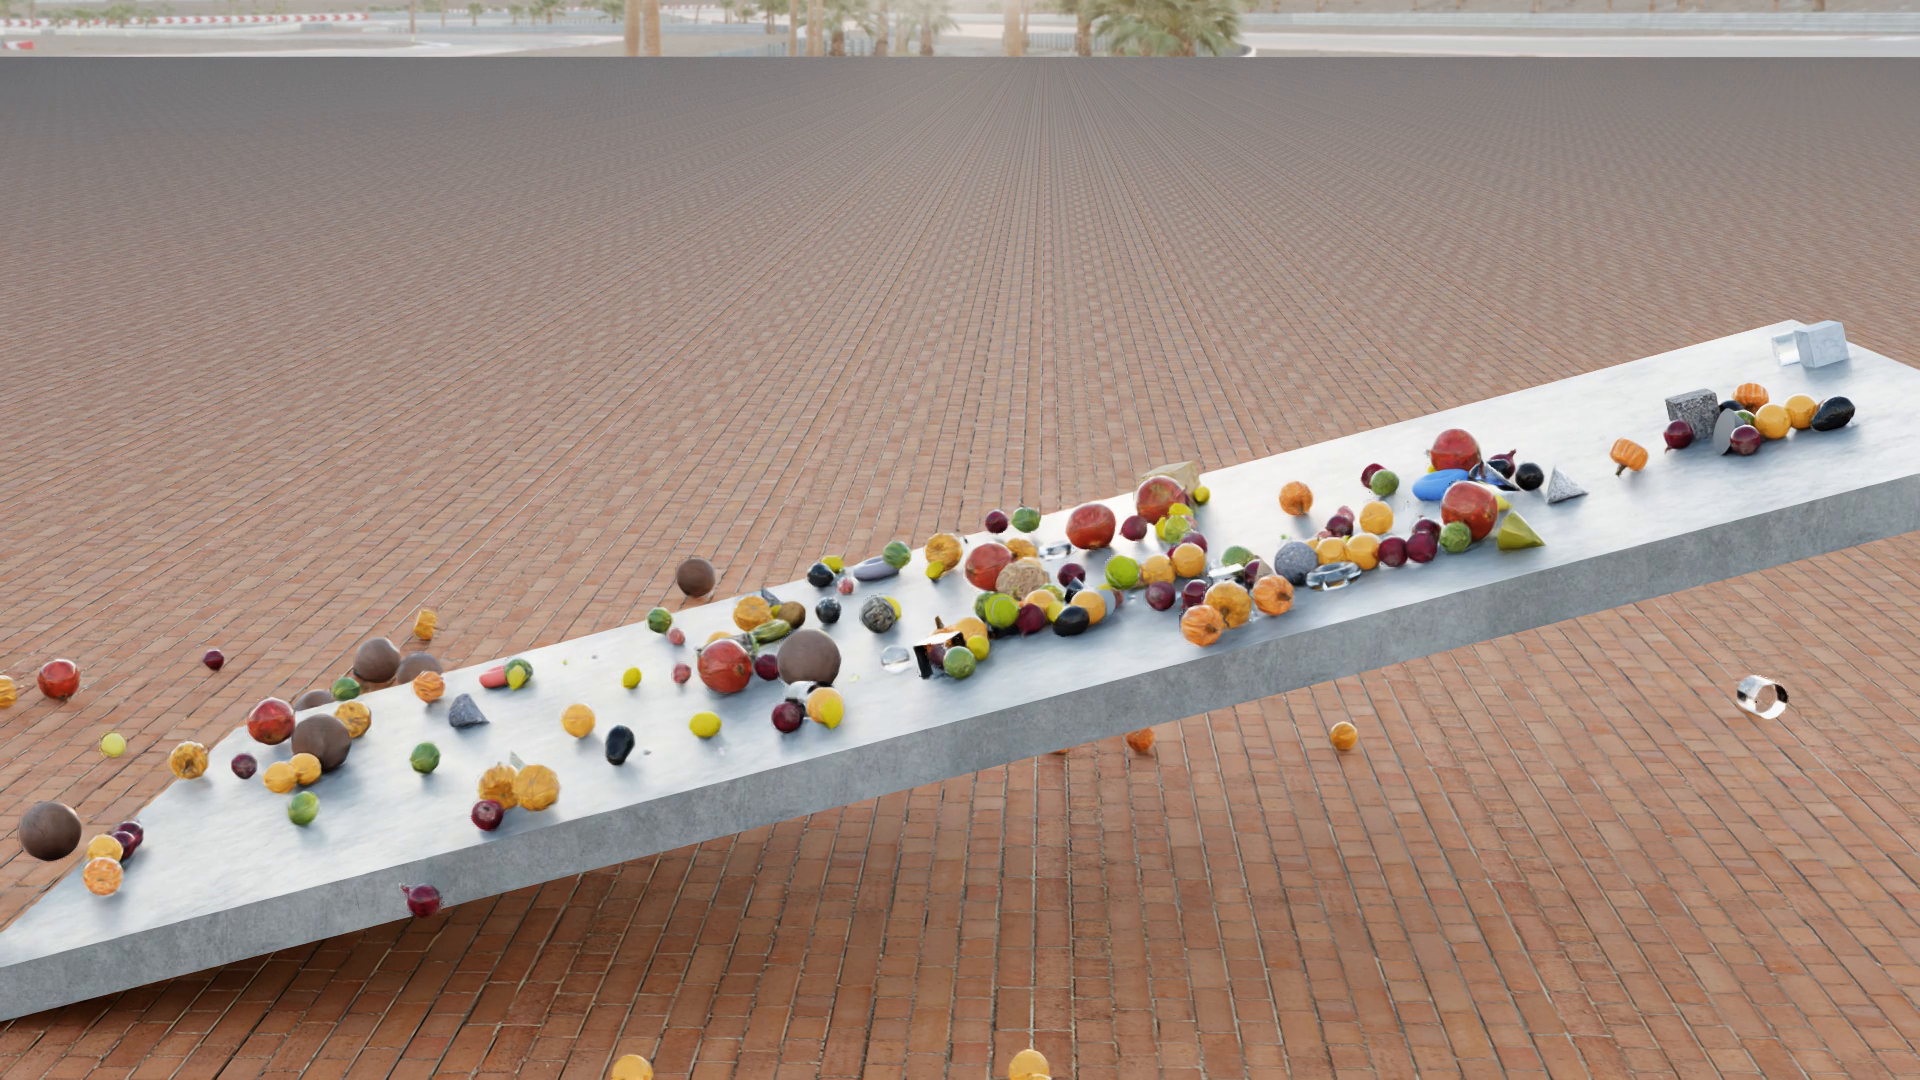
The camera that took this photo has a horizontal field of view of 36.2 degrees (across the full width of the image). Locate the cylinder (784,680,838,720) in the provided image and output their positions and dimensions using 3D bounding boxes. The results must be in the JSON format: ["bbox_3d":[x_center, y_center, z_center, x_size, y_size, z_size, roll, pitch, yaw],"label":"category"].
[{"bbox_3d":[-0.287,0.310,5.675,0.076,0.076,0.076,-6,3,-33],"label":"cylinder"}]

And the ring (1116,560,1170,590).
[{"bbox_3d":[0.382,0.073,6.110,0.116,0.039,0.116,-14,10,2],"label":"ring"}]

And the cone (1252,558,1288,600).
[{"bbox_3d":[0.589,0.068,5.680,0.076,0.076,0.076,-15,9,2],"label":"cone"}]

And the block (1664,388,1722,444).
[{"bbox_3d":[1.513,-0.256,6.057,0.086,0.086,0.086,-15,9,2],"label":"block"}]

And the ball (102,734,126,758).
[{"bbox_3d":[-2.171,0.526,7.546,0.061,0.061,0.061,0,10,0],"label":"ball"}]

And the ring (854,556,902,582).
[{"bbox_3d":[-0.199,0.068,7.083,0.119,0.040,0.119,-14,10,2],"label":"ring"}]

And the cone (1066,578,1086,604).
[{"bbox_3d":[0.258,0.114,6.103,0.058,0.058,0.058,19,18,24],"label":"cone"}]

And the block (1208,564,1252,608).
[{"bbox_3d":[0.523,0.089,5.705,0.063,0.063,0.063,-15,9,1],"label":"block"}]

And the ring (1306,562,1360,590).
[{"bbox_3d":[0.712,0.069,5.605,0.106,0.035,0.106,-14,10,2],"label":"ring"}]

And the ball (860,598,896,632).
[{"bbox_3d":[-0.177,0.163,6.367,0.076,0.076,0.076,0,10,0],"label":"ball"}]

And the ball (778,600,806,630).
[{"bbox_3d":[-0.382,0.171,6.693,0.065,0.065,0.065,0,10,0],"label":"ball"}]

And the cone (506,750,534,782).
[{"bbox_3d":[-0.892,0.448,5.900,0.058,0.058,0.058,-15,9,2],"label":"cone"}]

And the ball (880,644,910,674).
[{"bbox_3d":[-0.130,0.239,5.892,0.058,0.058,0.058,0,10,0],"label":"ball"}]

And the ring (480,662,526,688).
[{"bbox_3d":[-1.094,0.323,7.035,0.114,0.038,0.114,-15,8,2],"label":"ring"}]

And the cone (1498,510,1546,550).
[{"bbox_3d":[1.055,-0.004,5.467,0.080,0.080,0.080,23,21,30],"label":"cone"}]

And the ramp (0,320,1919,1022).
[{"bbox_3d":[0.080,0.191,6.329,4.000,0.100,2.000,-15,9,4],"label":"ramp"}]

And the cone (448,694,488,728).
[{"bbox_3d":[-1.090,0.395,6.600,0.082,0.082,0.082,20,18,25],"label":"cone"}]

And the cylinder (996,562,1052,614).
[{"bbox_3d":[0.134,0.099,6.169,0.098,0.098,0.098,-2,7,-12],"label":"cylinder"}]

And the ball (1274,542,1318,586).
[{"bbox_3d":[0.649,0.045,5.686,0.085,0.085,0.085,0,10,0],"label":"ball"}]

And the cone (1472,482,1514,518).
[{"bbox_3d":[1.068,-0.072,5.860,0.077,0.077,0.077,11,9,-6],"label":"cone"}]

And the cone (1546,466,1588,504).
[{"bbox_3d":[1.204,-0.101,5.807,0.077,0.077,0.077,12,11,4],"label":"cone"}]

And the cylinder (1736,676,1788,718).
[{"bbox_3d":[2.181,0.427,8.001,0.098,0.098,0.098,-2,10,-13],"label":"cylinder"}]

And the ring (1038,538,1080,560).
[{"bbox_3d":[0.225,0.022,6.687,0.095,0.032,0.095,-13,11,2],"label":"ring"}]

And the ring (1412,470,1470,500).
[{"bbox_3d":[1.013,-0.116,6.191,0.126,0.042,0.126,-14,10,3],"label":"ring"}]

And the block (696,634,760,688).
[{"bbox_3d":[-0.496,0.258,6.292,0.086,0.086,0.086,-11,10,27],"label":"block"}]

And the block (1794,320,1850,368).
[{"bbox_3d":[1.902,-0.433,6.494,0.080,0.080,0.080,-16,9,-4],"label":"block"}]

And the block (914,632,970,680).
[{"bbox_3d":[-0.035,0.227,5.771,0.071,0.071,0.071,-9,11,35],"label":"block"}]

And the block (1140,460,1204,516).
[{"bbox_3d":[0.498,-0.121,6.889,0.096,0.096,0.096,-8,12,39],"label":"block"}]

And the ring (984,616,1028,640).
[{"bbox_3d":[0.093,0.178,5.981,0.094,0.031,0.094,-16,8,2],"label":"ring"}]

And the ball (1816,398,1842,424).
[{"bbox_3d":[1.723,-0.256,5.829,0.050,0.050,0.050,0,10,0],"label":"ball"}]

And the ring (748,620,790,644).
[{"bbox_3d":[-0.431,0.208,6.643,0.103,0.034,0.103,-16,9,3],"label":"ring"}]

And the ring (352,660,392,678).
[{"bbox_3d":[-1.696,0.373,8.488,0.110,0.037,0.110,-1,10,0],"label":"ring"}]
